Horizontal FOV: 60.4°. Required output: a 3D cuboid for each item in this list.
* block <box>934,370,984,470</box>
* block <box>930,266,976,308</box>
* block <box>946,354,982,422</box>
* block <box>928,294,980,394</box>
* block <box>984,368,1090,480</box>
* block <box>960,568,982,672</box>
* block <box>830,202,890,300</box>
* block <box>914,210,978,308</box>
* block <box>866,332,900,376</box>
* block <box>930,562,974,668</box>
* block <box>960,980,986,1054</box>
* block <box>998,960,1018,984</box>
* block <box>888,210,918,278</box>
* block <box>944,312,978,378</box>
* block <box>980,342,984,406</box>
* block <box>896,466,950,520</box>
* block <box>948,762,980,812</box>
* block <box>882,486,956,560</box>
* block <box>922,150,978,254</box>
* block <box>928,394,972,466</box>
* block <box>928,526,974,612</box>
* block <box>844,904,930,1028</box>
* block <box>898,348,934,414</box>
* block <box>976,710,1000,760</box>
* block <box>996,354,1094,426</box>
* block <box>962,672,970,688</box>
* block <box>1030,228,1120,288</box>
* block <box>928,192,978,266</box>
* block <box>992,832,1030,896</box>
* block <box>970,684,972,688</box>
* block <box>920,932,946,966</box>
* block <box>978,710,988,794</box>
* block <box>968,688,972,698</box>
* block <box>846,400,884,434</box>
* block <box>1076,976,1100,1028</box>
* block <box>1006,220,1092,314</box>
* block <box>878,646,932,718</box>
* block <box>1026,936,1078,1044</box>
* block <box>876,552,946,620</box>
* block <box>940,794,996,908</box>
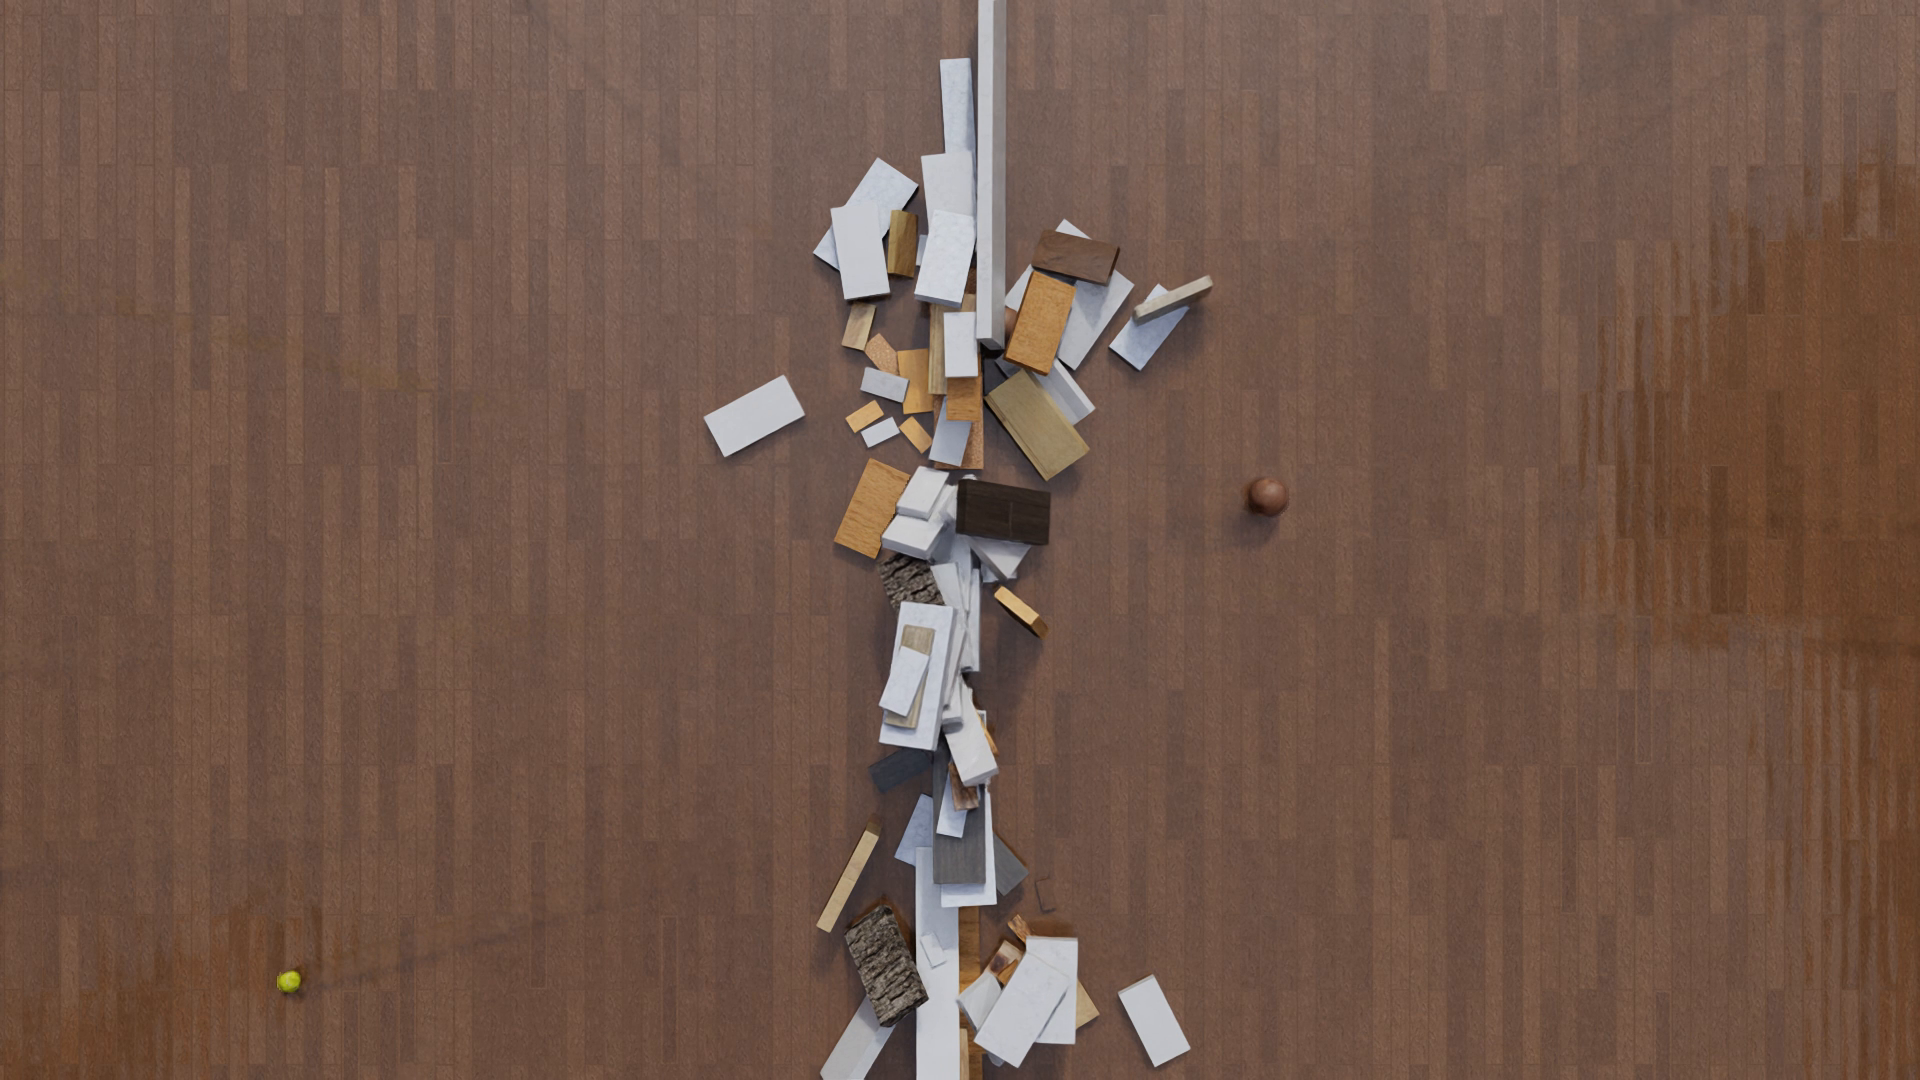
[{"bbox_3d":[-0.005,-0.396,5.433,0.162,0.046,0.323,-1,106,0],"label":"block"},{"bbox_3d":[-0.018,-0.733,5.415,0.164,0.046,0.328,-1,113,0],"label":"block"},{"bbox_3d":[0.012,-0.493,5.312,0.108,0.031,0.216,1,98,0],"label":"block"},{"bbox_3d":[-0.016,-0.633,5.330,0.162,0.046,0.323,2,98,0],"label":"block"},{"bbox_3d":[0.252,-0.384,5.425,0.173,0.049,0.347,-35,96,26],"label":"block"},{"bbox_3d":[-0.017,0.267,5.429,0.169,0.048,0.338,-1,79,10],"label":"block"},{"bbox_3d":[-0.328,-0.950,5.432,0.150,0.043,0.301,-9,90,0],"label":"block"},{"bbox_3d":[-0.040,-0.903,5.295,0.152,0.043,0.304,12,73,2],"label":"block"},{"bbox_3d":[-0.248,-0.604,5.489,0.078,0.022,0.156,-41,90,0],"label":"block"},{"bbox_3d":[-0.065,0.251,5.349,0.169,0.048,0.338,-9,91,11],"label":"block"},{"bbox_3d":[0.036,1.577,5.451,0.118,0.034,0.237,-3,90,0],"label":"block"},{"bbox_3d":[0.209,1.466,5.416,0.083,0.023,0.166,-43,89,6],"label":"block"},{"bbox_3d":[-0.190,-0.978,5.450,0.029,0.104,0.207,4,90,38],"label":"block"},{"bbox_3d":[0.002,-0.622,5.269,0.103,0.029,0.207,-2,85,0],"label":"block"},{"bbox_3d":[-0.002,-0.600,5.418,0.162,0.046,0.323,-1,112,0],"label":"block"},{"bbox_3d":[-0.119,-0.156,5.388,0.108,0.216,0.031,13,133,14],"label":"block"},{"bbox_3d":[0.011,0.774,5.193,0.076,0.022,0.152,-6,65,-8],"label":"block"},{"bbox_3d":[-0.114,-0.071,5.358,0.157,0.044,0.313,17,46,18],"label":"block"},{"bbox_3d":[-0.027,-1.094,5.385,0.164,0.046,0.328,-6,90,0],"label":"block"},{"bbox_3d":[-0.025,-0.358,5.404,0.108,0.031,0.216,14,106,-4],"label":"block"},{"bbox_3d":[-0.043,0.065,5.425,0.169,0.048,0.338,1,79,11],"label":"block"},{"bbox_3d":[-0.242,1.382,5.359,0.174,0.049,0.347,-39,54,15],"label":"block"},{"bbox_3d":[-0.146,-0.527,5.470,0.103,0.029,0.207,-6,97,-5],"label":"block"},{"bbox_3d":[0.027,0.619,5.227,0.118,0.033,0.236,-26,47,-3],"label":"block"},{"bbox_3d":[0.279,-0.512,5.422,0.163,0.046,0.327,-35,95,35],"label":"block"},{"bbox_3d":[-0.012,0.465,5.453,0.086,0.024,0.173,0,66,-2],"label":"block"},{"bbox_3d":[0.377,-0.923,5.391,0.264,0.037,0.132,17,85,19],"label":"block"},{"bbox_3d":[-0.022,-0.975,5.432,0.164,0.046,0.328,0,90,0],"label":"block"},{"bbox_3d":[0.109,1.050,5.437,0.115,0.033,0.230,-41,79,-12],"label":"block"},{"bbox_3d":[-0.006,0.558,5.438,0.086,0.024,0.173,0,66,-2],"label":"block"},{"bbox_3d":[-0.086,1.335,5.384,0.049,0.014,0.099,-24,84,-2],"label":"block"},{"bbox_3d":[0.000,0.740,5.426,0.175,0.050,0.351,0,74,-2],"label":"block"},{"bbox_3d":[-0.003,0.572,5.389,0.086,0.024,0.173,0,81,-2],"label":"block"},{"bbox_3d":[-0.317,-0.411,5.492,0.116,0.016,0.058,-32,90,0],"label":"block"},{"bbox_3d":[0.337,1.492,5.481,0.133,0.038,0.266,-32,90,0],"label":"block"},{"bbox_3d":[0.310,-0.873,5.476,0.172,0.049,0.344,37,90,0],"label":"block"},{"bbox_3d":[-0.167,0.434,5.051,0.098,0.028,0.195,20,85,22],"label":"block"},{"bbox_3d":[0.295,1.466,5.374,0.167,0.047,0.334,2,91,2],"label":"block"},{"bbox_3d":[-0.140,0.191,5.283,0.157,0.044,0.313,-23,74,4],"label":"block"},{"bbox_3d":[0.019,0.998,5.308,0.175,0.050,0.351,-3,78,-3],"label":"block"}]
